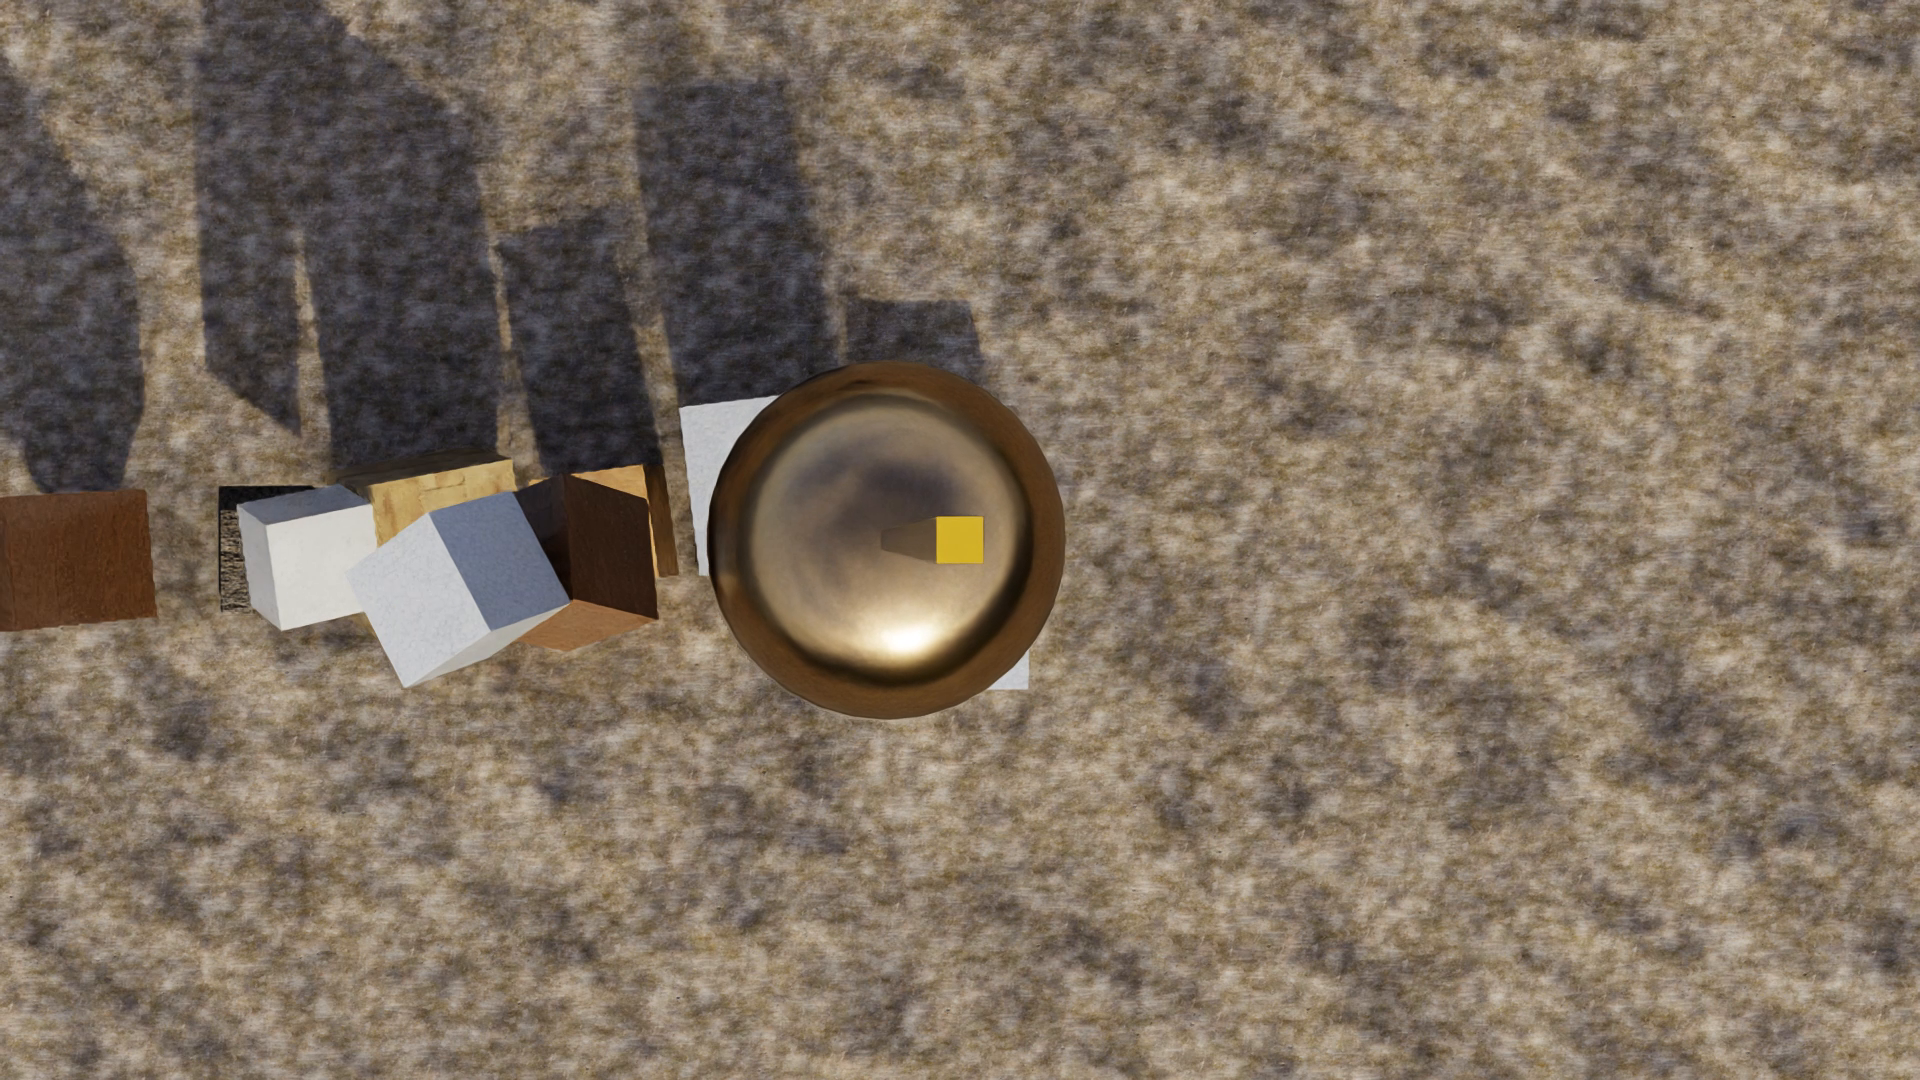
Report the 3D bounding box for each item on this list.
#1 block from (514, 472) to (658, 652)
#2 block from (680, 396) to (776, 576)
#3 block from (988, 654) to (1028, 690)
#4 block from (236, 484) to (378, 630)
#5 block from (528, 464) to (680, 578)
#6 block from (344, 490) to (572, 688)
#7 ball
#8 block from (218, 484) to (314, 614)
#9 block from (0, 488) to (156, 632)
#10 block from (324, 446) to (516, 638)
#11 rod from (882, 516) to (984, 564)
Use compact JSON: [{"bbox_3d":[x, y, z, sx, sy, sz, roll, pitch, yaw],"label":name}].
[{"bbox_3d":[-1.965,0.123,10.936,0.621,0.612,0.643,-19,69,30],"label":"block"},{"bbox_3d":[-1.061,-0.321,12.576,0.898,0.823,0.938,-7,90,-2],"label":"block"},{"bbox_3d":[0.019,0.474,12.665,0.727,0.671,0.723,0,90,0],"label":"block"},{"bbox_3d":[-3.454,0.083,11.704,0.563,0.488,0.577,-14,112,-32],"label":"block"},{"bbox_3d":[-2.039,-0.064,12.664,0.654,0.634,0.645,-8,90,3],"label":"block"},{"bbox_3d":[-2.349,0.225,10.304,0.627,0.586,0.612,-31,86,30],"label":"block"},{"bbox_3d":[-0.325,0.000,9.769,1.600,1.600,1.600,0,90,0],"label":"ball"},{"bbox_3d":[-3.841,0.044,12.213,0.512,0.571,0.578,-1,105,-20],"label":"block"},{"bbox_3d":[-5.106,0.117,12.343,0.689,0.835,0.724,-4,92,40],"label":"block"},{"bbox_3d":[-2.988,0.001,12.366,0.856,0.813,0.859,-13,103,-26],"label":"block"},{"bbox_3d":[-0.141,0.000,6.374,0.080,5.200,0.080,0,90,-3],"label":"rod"}]
